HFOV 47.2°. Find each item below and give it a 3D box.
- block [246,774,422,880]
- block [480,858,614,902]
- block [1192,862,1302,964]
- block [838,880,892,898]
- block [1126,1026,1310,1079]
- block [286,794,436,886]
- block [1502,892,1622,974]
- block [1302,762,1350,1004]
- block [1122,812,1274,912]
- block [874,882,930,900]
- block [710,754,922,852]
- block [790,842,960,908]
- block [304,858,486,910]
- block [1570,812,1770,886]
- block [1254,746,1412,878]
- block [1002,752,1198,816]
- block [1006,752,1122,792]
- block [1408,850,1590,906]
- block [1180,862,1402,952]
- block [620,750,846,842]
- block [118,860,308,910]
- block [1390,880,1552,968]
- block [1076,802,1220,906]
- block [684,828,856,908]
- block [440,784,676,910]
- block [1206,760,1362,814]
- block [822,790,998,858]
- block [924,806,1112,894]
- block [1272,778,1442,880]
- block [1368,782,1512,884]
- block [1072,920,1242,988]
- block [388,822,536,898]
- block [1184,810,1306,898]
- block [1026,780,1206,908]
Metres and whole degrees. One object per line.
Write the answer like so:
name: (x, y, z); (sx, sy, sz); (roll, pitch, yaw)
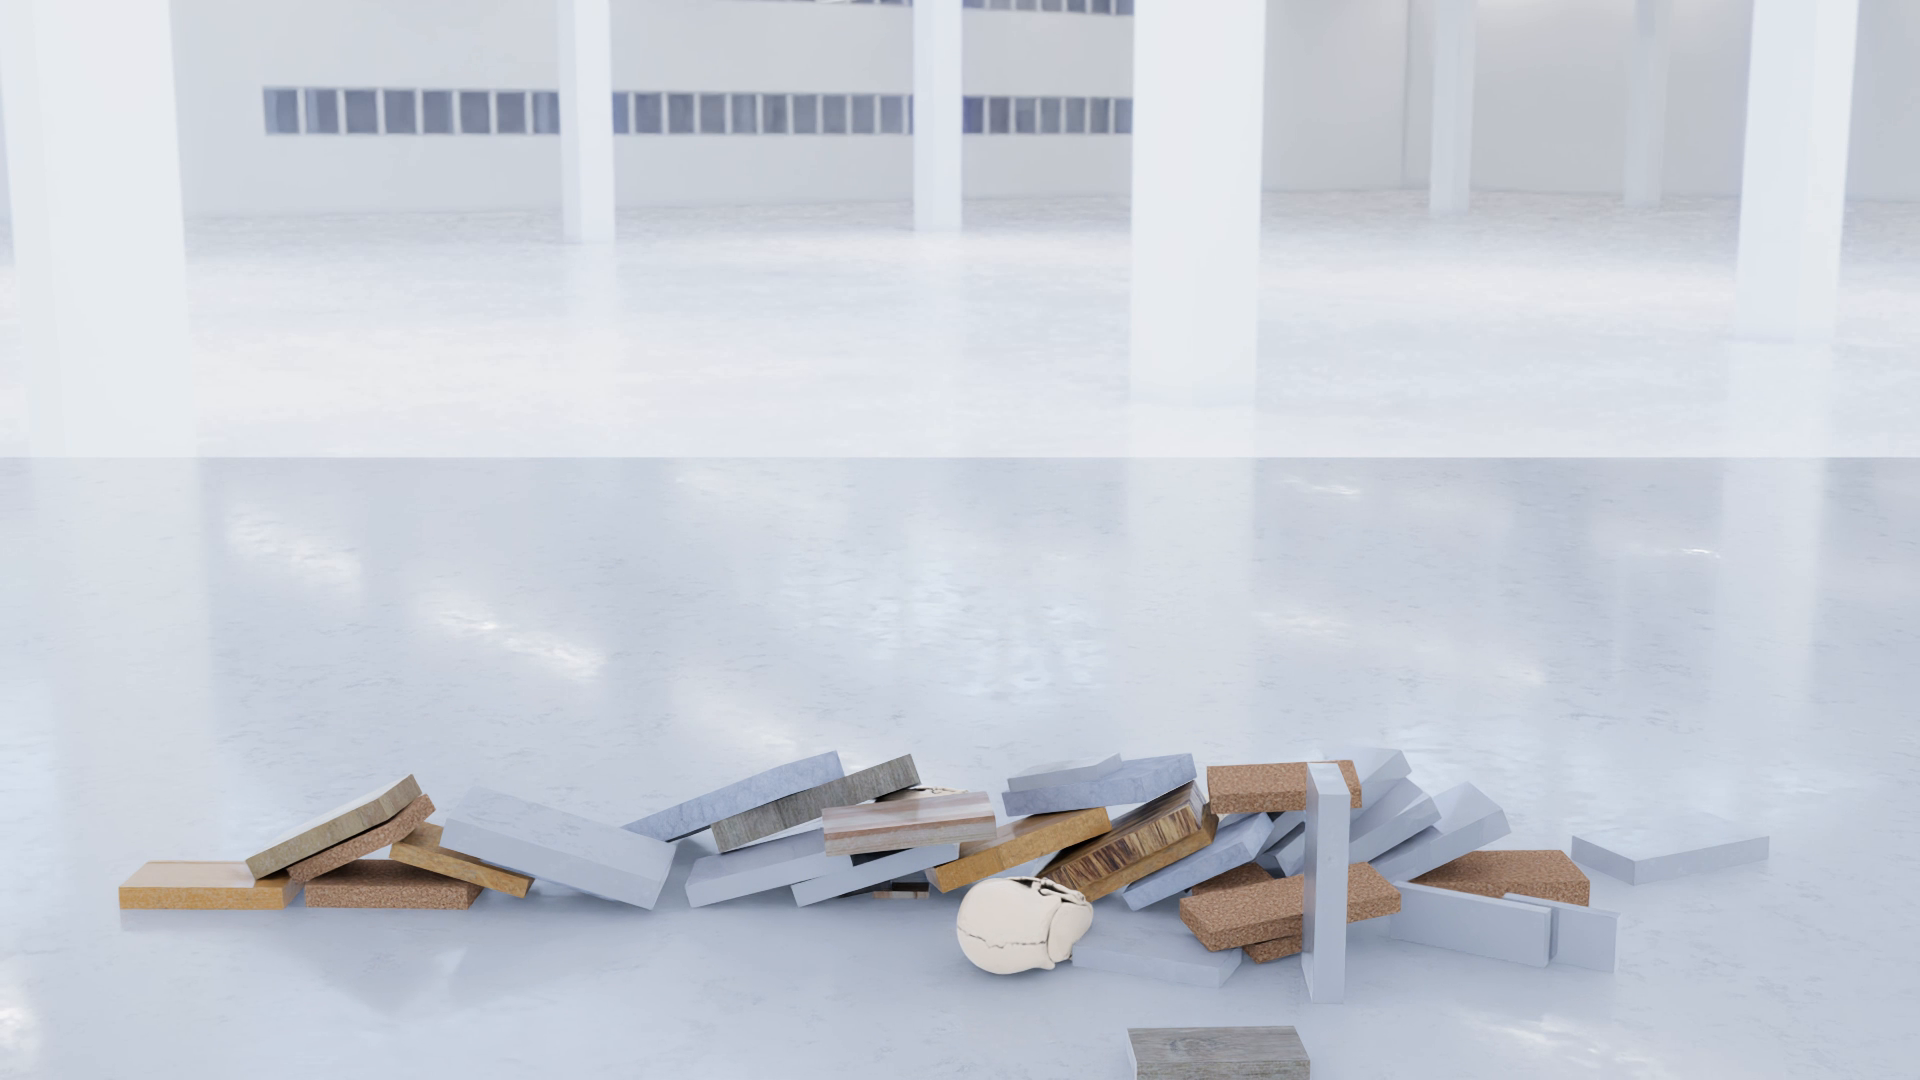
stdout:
block: (-1.039, 0.476, 3.652); (0.268, 0.038, 0.134); (-25, 6, 14)
block: (-0.674, 0.537, 3.678); (0.230, 0.033, 0.115); (17, 11, -2)
block: (0.468, 0.586, 3.473); (0.117, 0.033, 0.233); (-13, 21, -16)
block: (-0.159, 0.575, 3.663); (0.091, 0.013, 0.045); (-12, 10, 1)
block: (0.349, 0.700, 2.986); (0.232, 0.033, 0.116); (0, 11, -2)
block: (-0.993, 0.496, 3.648); (0.230, 0.033, 0.115); (-24, 9, 20)
block: (0.919, 0.601, 3.368); (0.176, 0.088, 0.025); (6, 12, 31)
block: (0.540, 0.506, 3.253); (0.045, 0.318, 0.159); (1, 11, 3)
block: (0.387, 0.521, 3.572); (0.241, 0.034, 0.121); (-30, 4, 31)
block: (-0.097, 0.584, 3.664); (0.091, 0.013, 0.045); (0, 11, 1)
block: (-0.244, 0.456, 3.800); (0.358, 0.051, 0.179); (-19, -8, -3)
block: (-0.138, 0.530, 3.656); (0.276, 0.039, 0.138); (-18, 10, 5)
block: (-0.935, 0.572, 3.661); (0.268, 0.038, 0.134); (1, 11, 3)
block: (1.239, 0.537, 3.837); (0.308, 0.044, 0.154); (-5, 12, -26)
block: (0.599, 0.453, 3.698); (0.308, 0.044, 0.154); (-35, 14, -25)
block: (0.234, 0.415, 3.727); (0.301, 0.043, 0.151); (-12, 3, 41)
block: (0.178, 0.395, 3.730); (0.176, 0.025, 0.088); (-13, 3, 32)
block: (0.870, 0.566, 3.674); (0.318, 0.045, 0.159); (0, 11, -2)
block: (0.512, 0.567, 3.408); (0.320, 0.033, 0.117); (-9, 19, -16)
block: (-0.394, 0.454, 3.807); (0.358, 0.051, 0.179); (-23, -7, 27)
block: (-1.239, 0.573, 3.656); (0.268, 0.038, 0.134); (0, 11, 1)
block: (0.788, 0.594, 3.405); (0.245, 0.088, 0.025); (6, 12, 30)
block: (0.310, 0.518, 3.637); (0.241, 0.034, 0.121); (-29, 4, 16)
block: (-0.310, 0.537, 3.653); (0.276, 0.039, 0.138); (-14, 10, 4)
block: (-0.660, 0.506, 3.636); (0.358, 0.051, 0.179); (17, 11, -2)
block: (0.529, 0.404, 3.600); (0.241, 0.034, 0.121); (-3, 16, 4)
block: (-0.085, 0.464, 3.599); (0.276, 0.039, 0.138); (-6, 10, -4)
block: (0.092, 0.509, 3.688); (0.302, 0.043, 0.151); (-19, 3, -10)
block: (0.631, 0.499, 3.650); (0.308, 0.044, 0.154); (-30, 13, -3)
block: (0.736, 0.508, 3.652); (0.318, 0.045, 0.159); (-24, 13, -3)
block: (0.301, 0.632, 3.355); (0.232, 0.033, 0.116); (5, 11, 23)
block: (-0.821, 0.529, 3.663); (0.230, 0.033, 0.115); (17, 11, -2)
block: (0.459, 0.498, 3.643); (0.233, 0.033, 0.117); (-40, 18, 3)
block: (0.260, 0.501, 3.636); (0.301, 0.043, 0.151); (-28, 4, 14)
